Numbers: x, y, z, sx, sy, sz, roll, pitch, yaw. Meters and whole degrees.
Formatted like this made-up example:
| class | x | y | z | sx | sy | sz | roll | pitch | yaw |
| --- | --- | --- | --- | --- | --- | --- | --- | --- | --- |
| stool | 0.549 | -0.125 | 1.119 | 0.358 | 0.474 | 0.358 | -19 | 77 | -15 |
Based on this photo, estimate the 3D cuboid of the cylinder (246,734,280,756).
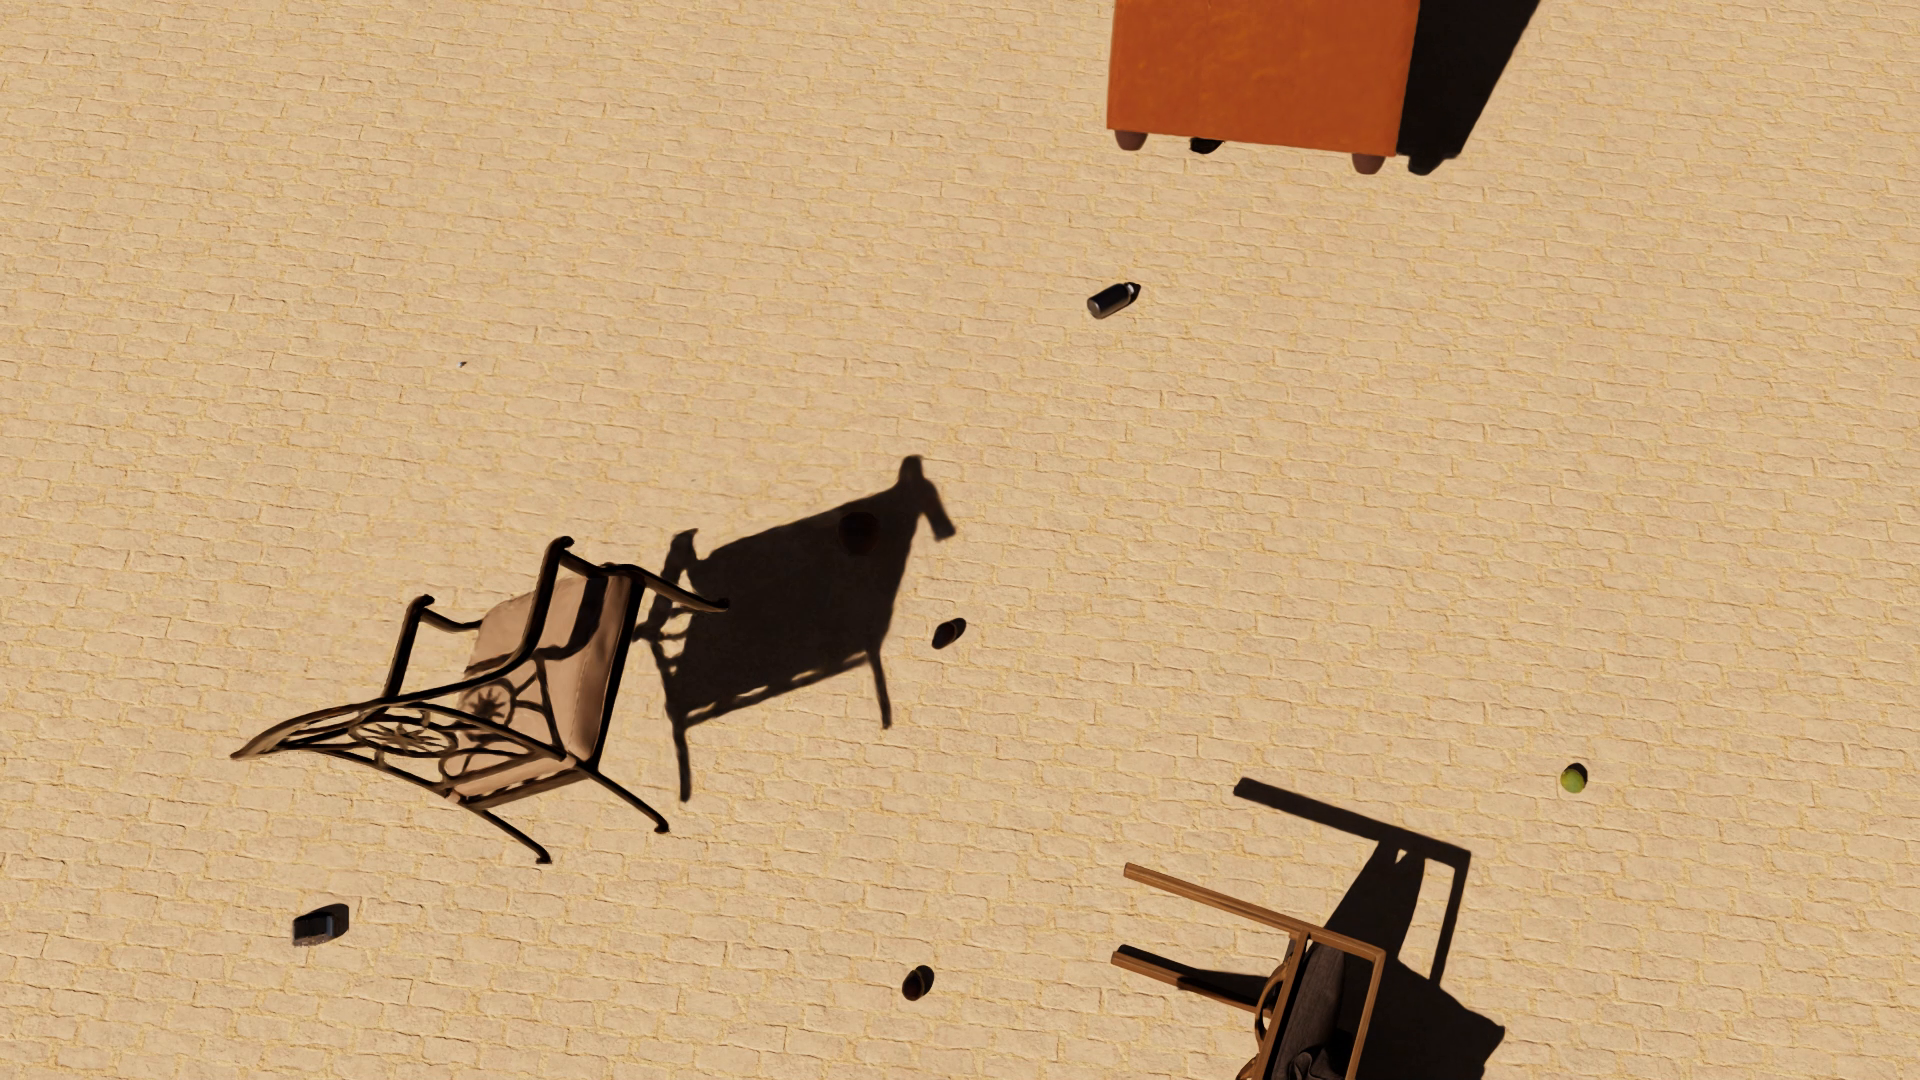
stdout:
| class | x | y | z | sx | sy | sz | roll | pitch | yaw |
| --- | --- | --- | --- | --- | --- | --- | --- | --- | --- |
| cylinder | -1.955 | 0.576 | 6.167 | 0.081 | 0.032 | 0.045 | -13 | 75 | -8 |
